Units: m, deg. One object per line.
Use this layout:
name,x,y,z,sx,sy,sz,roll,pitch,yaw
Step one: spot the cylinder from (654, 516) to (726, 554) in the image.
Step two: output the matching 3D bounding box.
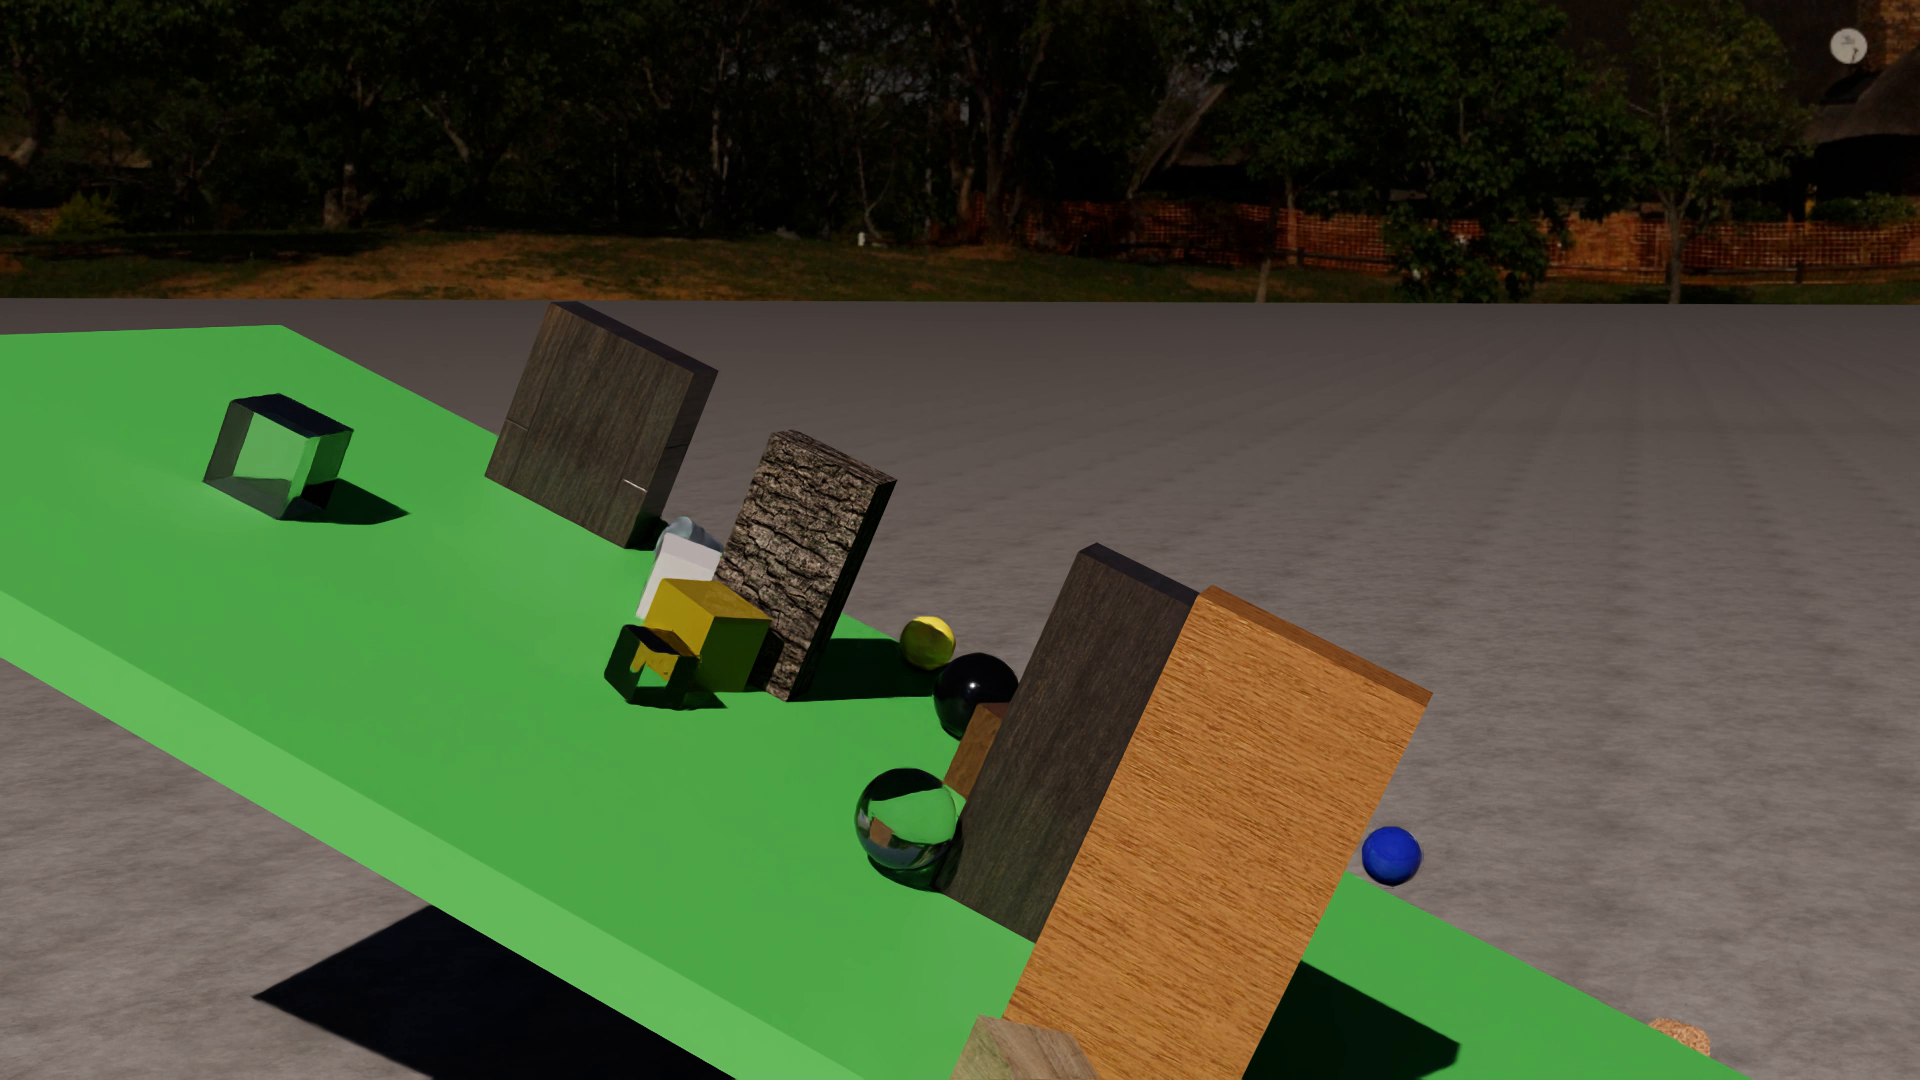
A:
cylinder,-0.598,0.027,4.888,0.114,0.114,0.114,8,-26,50

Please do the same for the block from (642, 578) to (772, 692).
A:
block,-0.511,0.190,4.363,0.165,0.165,0.165,33,16,35

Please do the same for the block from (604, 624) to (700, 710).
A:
block,-0.583,0.240,4.157,0.112,0.112,0.112,12,18,-41

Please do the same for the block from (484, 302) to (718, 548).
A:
block,-0.821,-0.266,5.026,0.384,0.437,0.138,26,13,13

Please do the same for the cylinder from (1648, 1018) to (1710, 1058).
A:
cylinder,1.660,1.171,5.095,0.108,0.108,0.108,-2,-2,-16

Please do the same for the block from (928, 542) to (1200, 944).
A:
block,0.232,0.376,3.814,0.321,0.659,0.134,26,13,13

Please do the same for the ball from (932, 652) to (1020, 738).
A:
ball,0.037,0.334,4.676,0.189,0.189,0.189,0,7,0

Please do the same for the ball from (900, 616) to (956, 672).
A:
ball,-0.074,0.236,5.007,0.128,0.128,0.128,0,7,0

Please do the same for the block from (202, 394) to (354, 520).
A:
block,-1.339,-0.166,4.323,0.176,0.176,0.176,26,13,9

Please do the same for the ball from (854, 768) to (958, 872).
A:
ball,-0.094,0.483,3.802,0.178,0.178,0.178,0,7,0

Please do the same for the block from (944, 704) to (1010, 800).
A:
block,0.117,0.448,4.388,0.180,0.180,0.180,32,16,34

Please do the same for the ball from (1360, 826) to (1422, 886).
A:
ball,0.968,0.710,4.938,0.134,0.134,0.134,0,7,0

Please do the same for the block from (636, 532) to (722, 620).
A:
block,-0.582,0.097,4.639,0.151,0.151,0.151,21,13,-9

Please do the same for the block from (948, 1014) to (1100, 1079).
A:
block,0.087,0.784,3.073,0.154,0.154,0.154,17,14,-24

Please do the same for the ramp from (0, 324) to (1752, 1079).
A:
ramp,-0.280,0.485,4.179,4.000,0.100,2.000,26,13,13

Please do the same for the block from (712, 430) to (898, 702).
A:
block,-0.346,0.050,4.480,0.244,0.488,0.125,26,13,13

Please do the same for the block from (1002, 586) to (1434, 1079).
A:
block,0.355,0.503,3.232,0.353,0.792,0.111,26,13,13
